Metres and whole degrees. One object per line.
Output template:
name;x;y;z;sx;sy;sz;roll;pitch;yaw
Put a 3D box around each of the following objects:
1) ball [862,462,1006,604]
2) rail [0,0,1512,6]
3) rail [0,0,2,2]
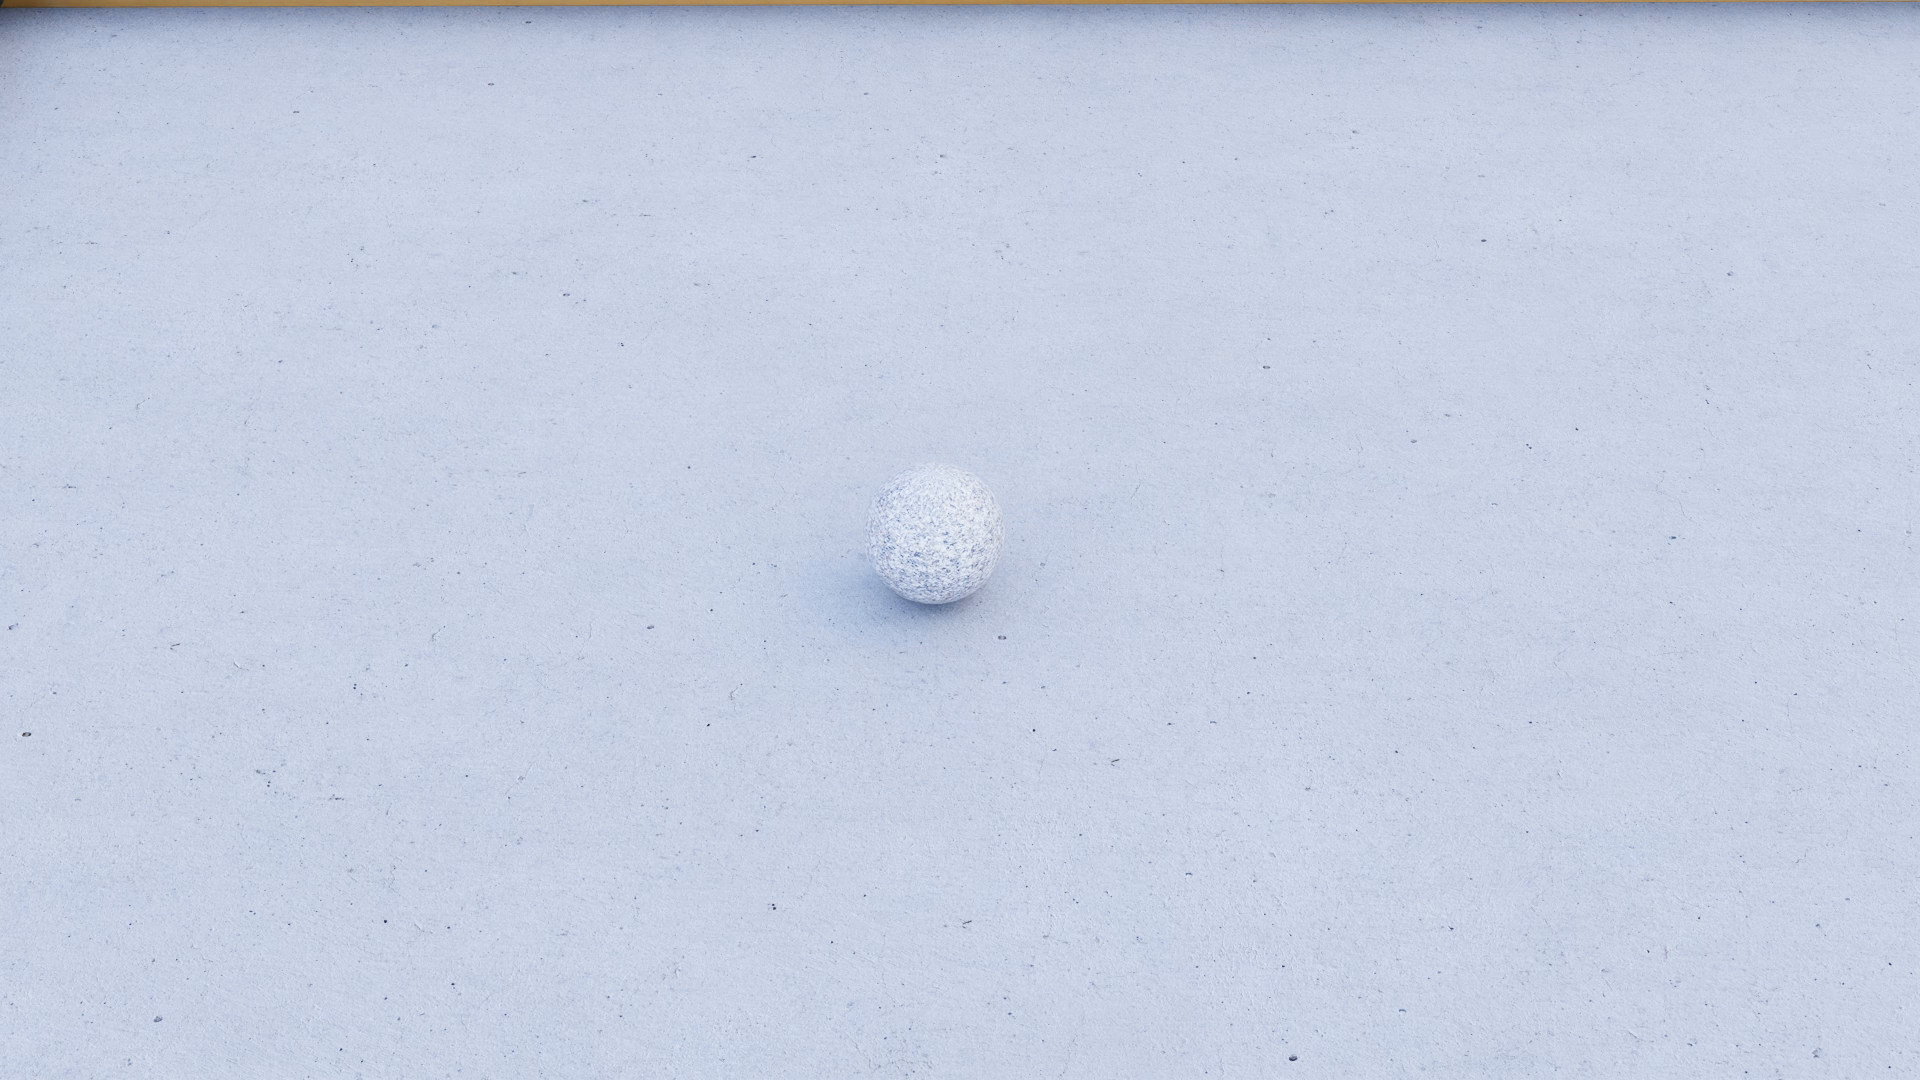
ball;-0.017;-0.005;1.639;0.092;0.092;0.092;0;36;0
rail;0.884;-0.541;2.350;3.563;0.119;0.045;0;36;0
rail;-0.867;-0.017;1.632;0.045;0.119;1.799;0;36;0
